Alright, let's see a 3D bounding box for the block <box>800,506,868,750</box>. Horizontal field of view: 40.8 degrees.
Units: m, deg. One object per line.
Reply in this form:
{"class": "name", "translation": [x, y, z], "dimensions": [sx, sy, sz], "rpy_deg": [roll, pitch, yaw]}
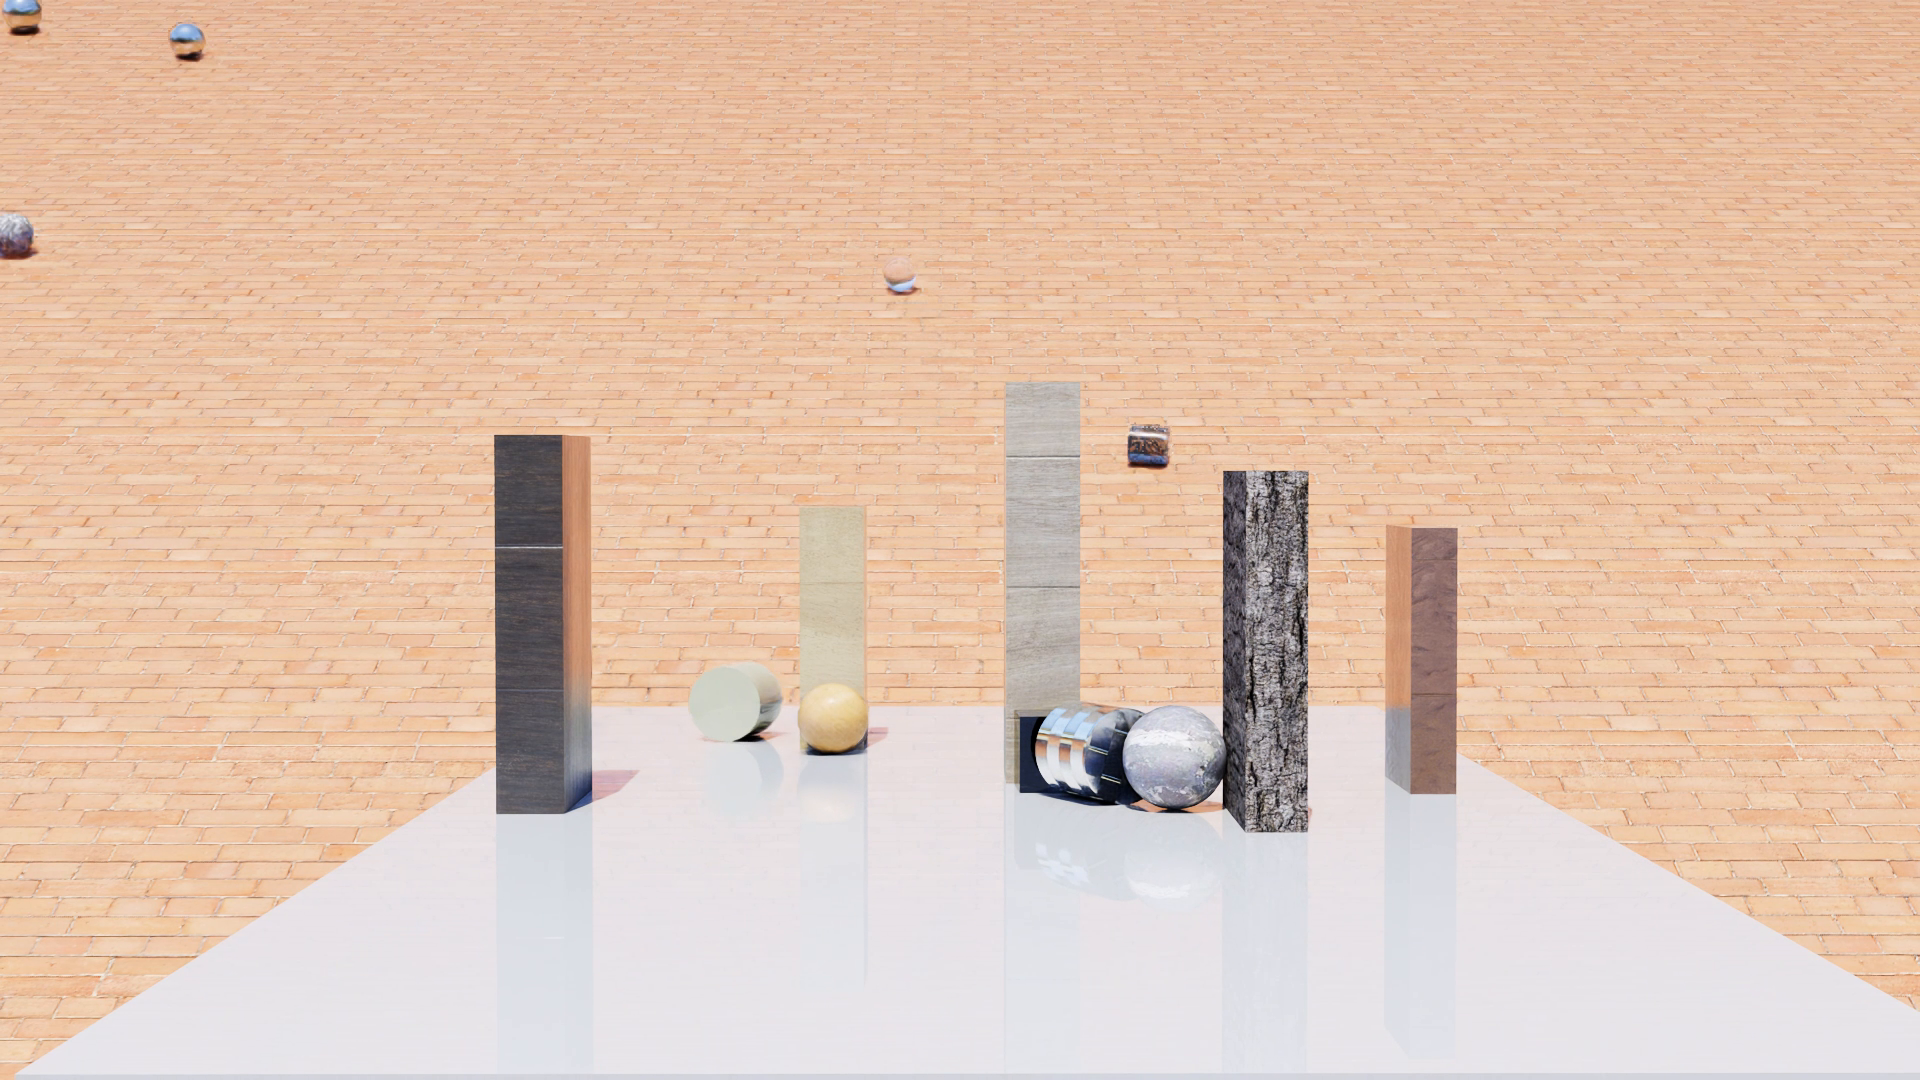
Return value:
{"class": "block", "translation": [-0.276, 0.187, 5.654], "dimensions": [0.137, 0.521, 0.247], "rpy_deg": [0, 2, 0]}

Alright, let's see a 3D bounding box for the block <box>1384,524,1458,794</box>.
{"class": "block", "translation": [0.876, 0.220, 4.906], "dimensions": [0.085, 0.493, 0.284], "rpy_deg": [0, 2, 0]}

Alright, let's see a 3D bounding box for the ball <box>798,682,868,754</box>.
{"class": "ball", "translation": [-0.269, 0.377, 5.460], "dimensions": [0.151, 0.151, 0.151], "rpy_deg": [0, 26, 0]}

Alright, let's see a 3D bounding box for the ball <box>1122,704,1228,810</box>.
{"class": "ball", "translation": [0.379, 0.384, 4.560], "dimensions": [0.185, 0.185, 0.185], "rpy_deg": [0, 26, 0]}

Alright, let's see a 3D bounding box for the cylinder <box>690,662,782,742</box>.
{"class": "cylinder", "translation": [-0.501, 0.361, 5.780], "dimensions": [0.166, 0.166, 0.166], "rpy_deg": [6, 3, 13]}

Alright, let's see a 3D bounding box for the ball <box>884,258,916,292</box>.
{"class": "ball", "translation": [-0.223, -0.986, 9.572], "dimensions": [0.125, 0.125, 0.125], "rpy_deg": [0, 26, 0]}

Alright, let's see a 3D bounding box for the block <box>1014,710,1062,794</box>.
{"class": "block", "translation": [0.178, 0.397, 4.862], "dimensions": [0.143, 0.143, 0.143], "rpy_deg": [0, 2, -3]}

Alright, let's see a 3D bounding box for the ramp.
{"class": "ramp", "translation": [0.058, 0.527, 4.564], "dimensions": [2.000, 0.100, 4.000], "rpy_deg": [0, 2, 0]}

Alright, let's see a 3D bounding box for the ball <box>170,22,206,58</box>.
{"class": "ball", "translation": [-3.756, -2.428, 12.534], "dimensions": [0.169, 0.169, 0.169], "rpy_deg": [0, 26, 0]}

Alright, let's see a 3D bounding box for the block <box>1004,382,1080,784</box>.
{"class": "block", "translation": [0.159, 0.079, 5.051], "dimensions": [0.142, 0.768, 0.247], "rpy_deg": [0, 2, 0]}

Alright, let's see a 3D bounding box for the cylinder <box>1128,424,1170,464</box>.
{"class": "cylinder", "translation": [0.597, -0.301, 8.151], "dimensions": [0.117, 0.117, 0.117], "rpy_deg": [5, 26, 11]}

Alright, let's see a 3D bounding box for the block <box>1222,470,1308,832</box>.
{"class": "block", "translation": [0.523, 0.180, 4.443], "dimensions": [0.103, 0.599, 0.371], "rpy_deg": [0, 2, 0]}

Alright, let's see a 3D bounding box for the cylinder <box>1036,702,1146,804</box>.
{"class": "cylinder", "translation": [0.256, 0.386, 4.697], "dimensions": [0.174, 0.174, 0.174], "rpy_deg": [-15, 7, -28]}

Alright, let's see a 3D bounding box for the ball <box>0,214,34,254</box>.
{"class": "ball", "translation": [-3.650, -1.179, 9.935], "dimensions": [0.160, 0.160, 0.160], "rpy_deg": [0, 26, 0]}

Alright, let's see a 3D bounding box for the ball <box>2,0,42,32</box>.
{"class": "ball", "translation": [-4.720, -2.654, 12.980], "dimensions": [0.191, 0.191, 0.191], "rpy_deg": [0, 26, 0]}

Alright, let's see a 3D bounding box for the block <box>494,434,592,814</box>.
{"class": "block", "translation": [-0.751, 0.143, 4.667], "dimensions": [0.119, 0.662, 0.349], "rpy_deg": [0, 2, 0]}
